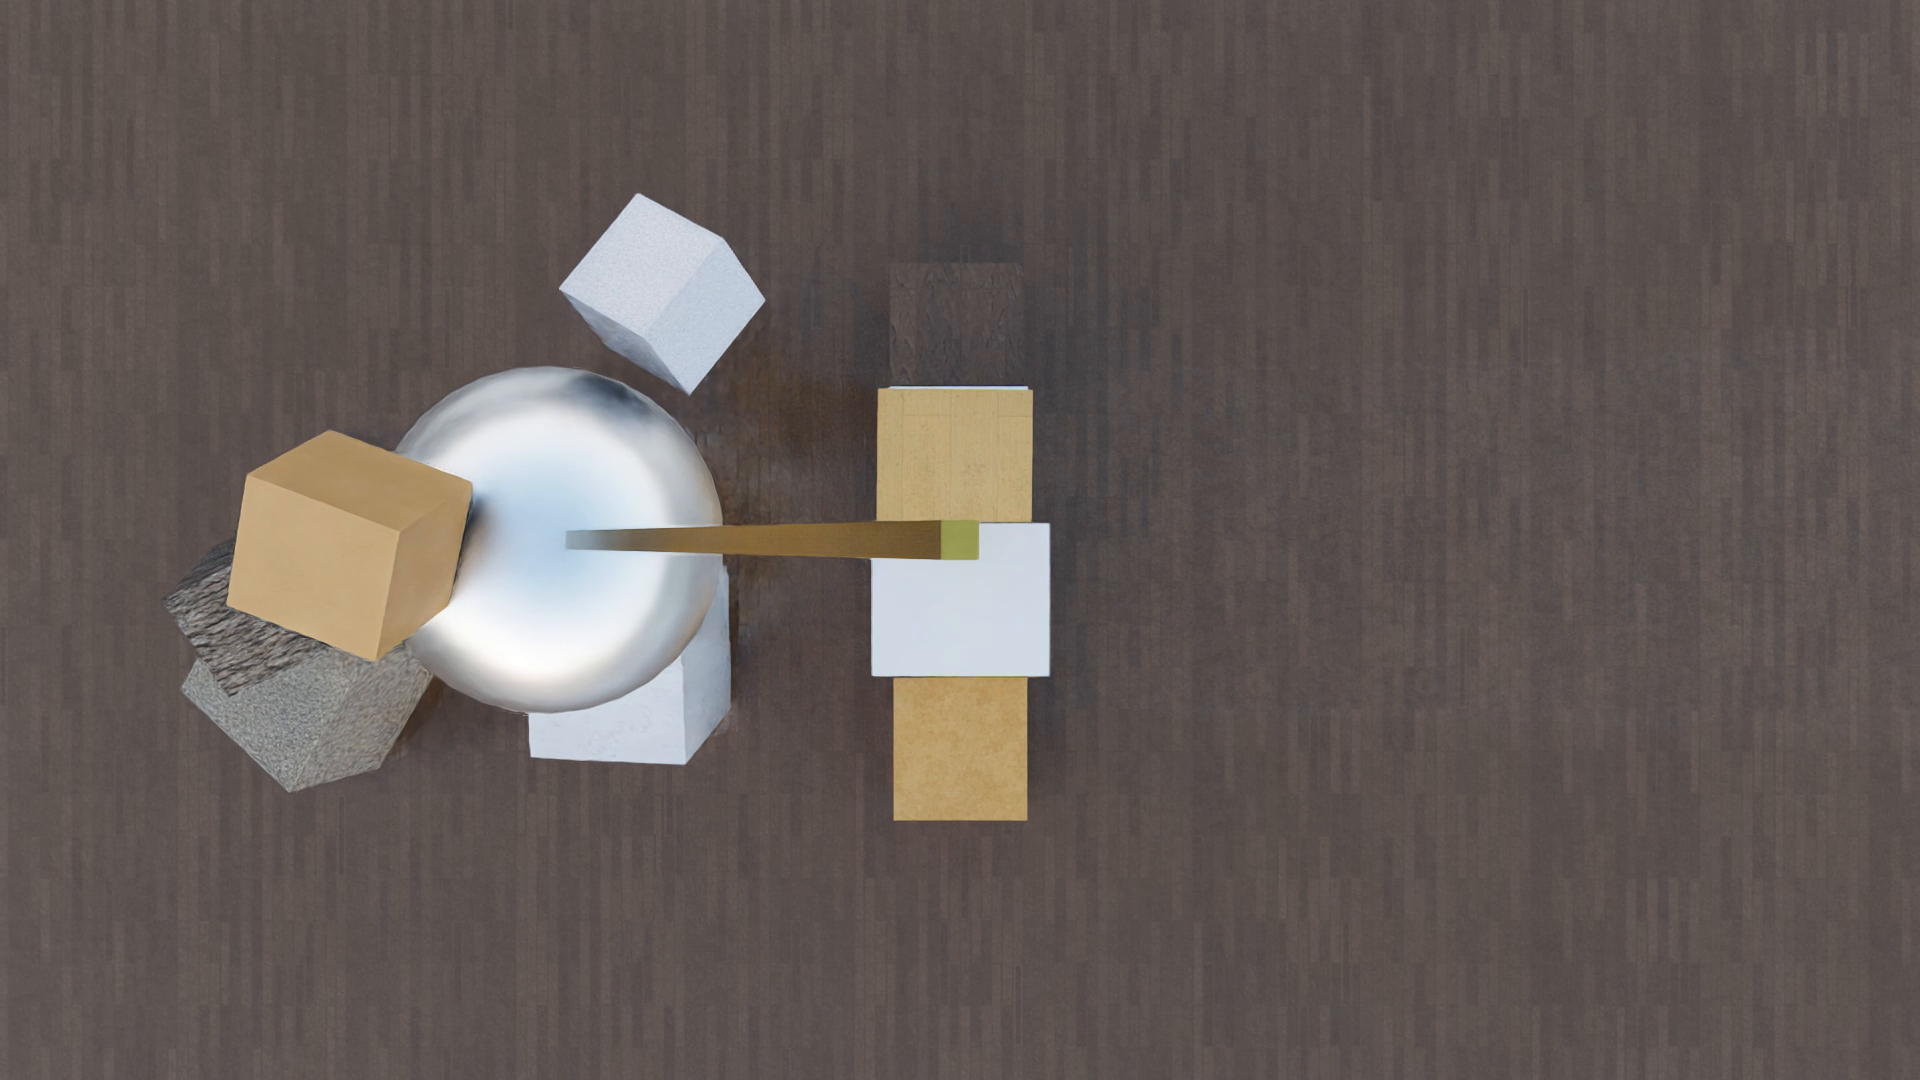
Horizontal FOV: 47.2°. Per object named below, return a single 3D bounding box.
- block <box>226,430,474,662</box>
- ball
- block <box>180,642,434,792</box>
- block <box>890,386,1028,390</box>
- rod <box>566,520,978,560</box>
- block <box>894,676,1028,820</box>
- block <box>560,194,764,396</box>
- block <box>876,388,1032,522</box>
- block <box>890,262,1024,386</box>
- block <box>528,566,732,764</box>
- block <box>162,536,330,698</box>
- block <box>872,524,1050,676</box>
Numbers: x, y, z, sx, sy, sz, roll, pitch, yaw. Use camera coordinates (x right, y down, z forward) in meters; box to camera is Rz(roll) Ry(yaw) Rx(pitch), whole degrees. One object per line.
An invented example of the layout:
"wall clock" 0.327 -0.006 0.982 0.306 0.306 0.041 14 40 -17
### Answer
"block" -2.501 0.011 9.046 0.672 0.644 0.591 20 113 8
"ball" -1.886 0.000 10.098 1.600 1.600 1.600 0 90 0
"block" -3.614 0.705 12.381 0.913 0.776 0.943 39 108 16
"block" -0.008 -0.480 12.636 0.773 0.728 0.755 0 90 0
"rod" -0.817 0.000 6.870 0.080 5.200 0.080 0 90 -18
"block" 0.002 1.158 12.594 0.740 0.811 0.792 0 90 0
"block" -1.346 -1.115 9.987 0.551 0.511 0.572 30 76 29
"block" -0.027 -0.445 11.901 0.812 0.744 0.692 0 90 0
"block" -0.017 -1.211 12.667 0.749 0.667 0.686 0 90 0
"block" -1.844 0.670 12.351 0.873 1.010 0.854 2 104 8
"block" -3.528 0.301 11.210 0.610 0.641 0.598 -24 109 15
"block" 0.004 0.329 12.577 0.982 0.846 0.846 0 90 0
